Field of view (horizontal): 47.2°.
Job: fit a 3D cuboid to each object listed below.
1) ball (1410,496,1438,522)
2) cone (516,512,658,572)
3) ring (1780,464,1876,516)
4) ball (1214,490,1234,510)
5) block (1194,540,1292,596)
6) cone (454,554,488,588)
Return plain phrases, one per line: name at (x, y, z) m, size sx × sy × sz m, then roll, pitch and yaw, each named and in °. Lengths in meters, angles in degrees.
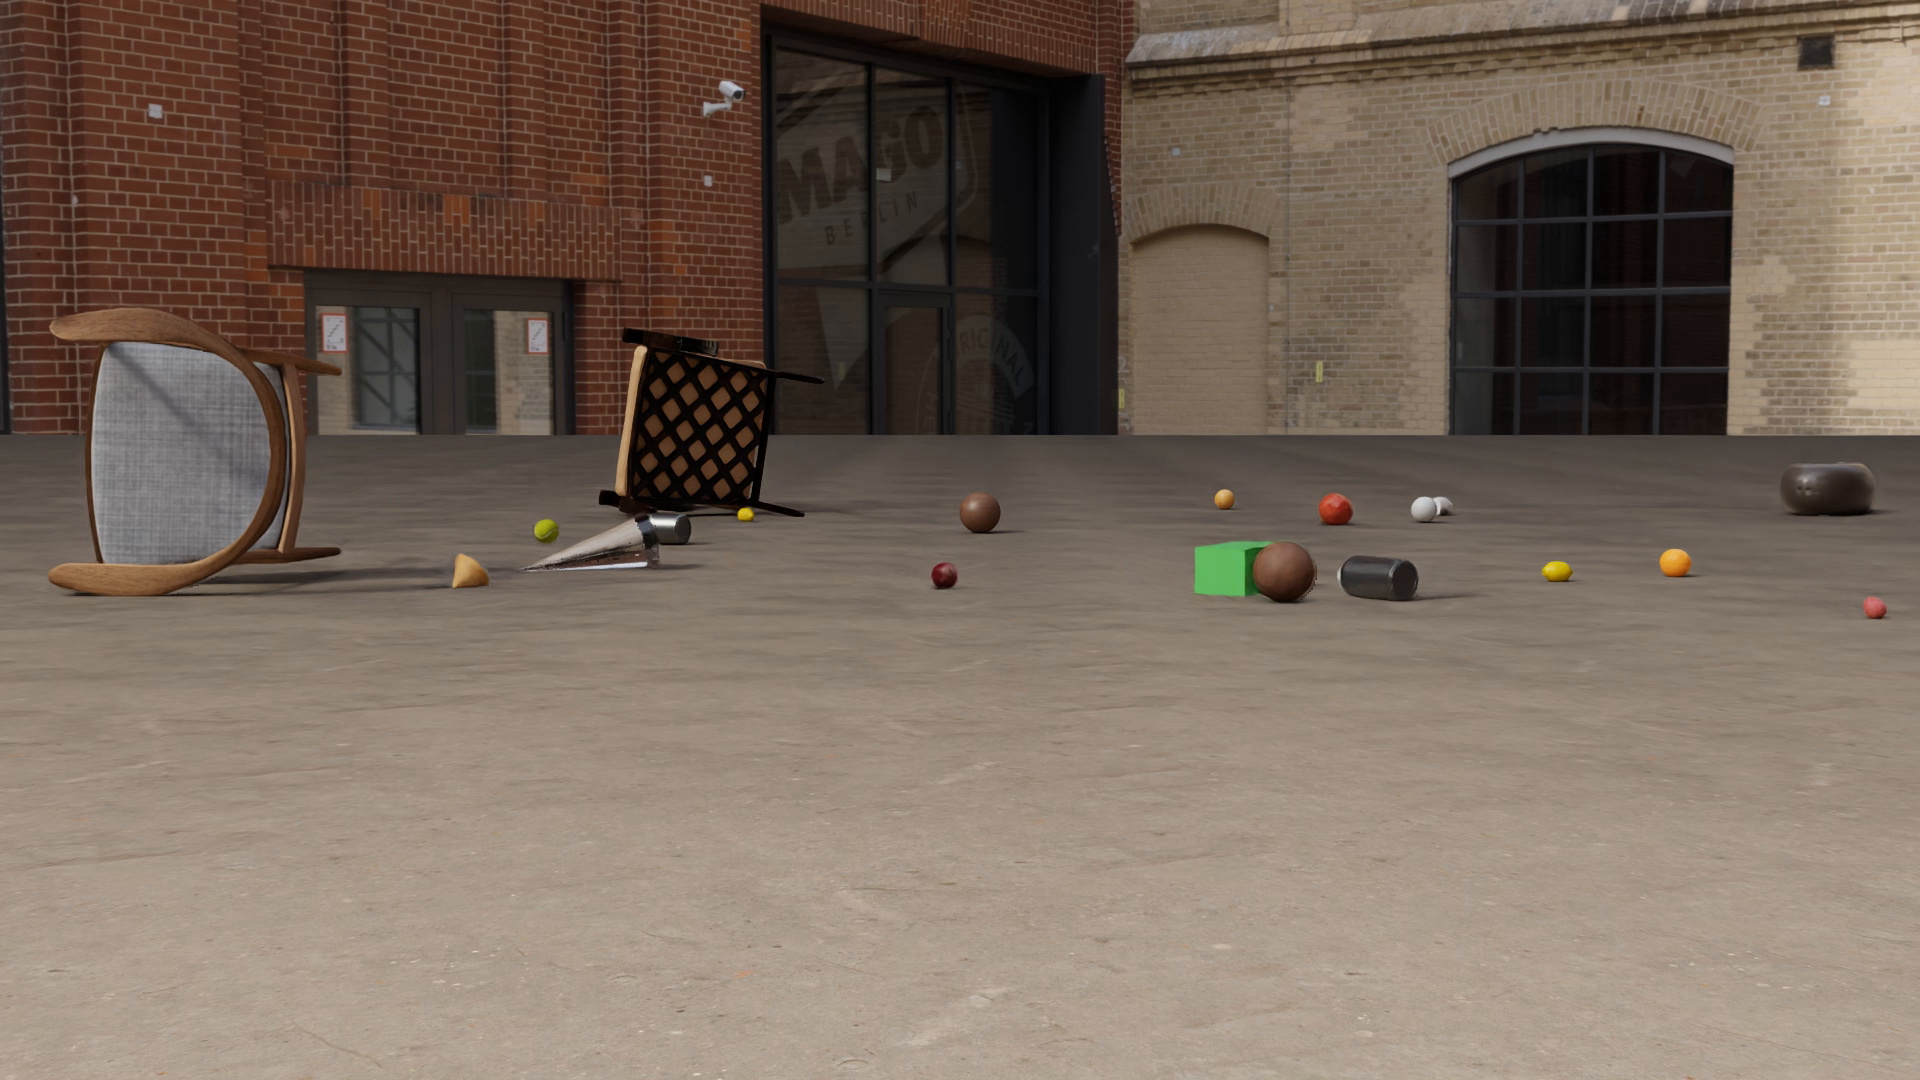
ball at (1.561, -0.102, 7.392) m, size 0.088 × 0.088 × 0.088 m, roll 0°, pitch 4°, yaw 0°
cone at (-0.938, 0.038, 5.480) m, size 0.345 × 0.138 × 0.162 m, roll -14°, pitch -13°, yaw -19°
ring at (3.131, -0.183, 7.933) m, size 0.291 × 0.178 × 0.535 m, roll 1°, pitch 2°, yaw 39°
ball at (0.987, -0.151, 8.200) m, size 0.076 × 0.076 × 0.076 m, roll 0°, pitch 4°, yaw 0°
block at (0.633, 0.062, 4.897) m, size 0.121 × 0.102 × 0.249 m, roll 2°, pitch 5°, yaw 32°
cone at (-1.125, 0.089, 4.971) m, size 0.095 × 0.093 × 0.065 m, roll 20°, pitch 50°, yaw 25°
